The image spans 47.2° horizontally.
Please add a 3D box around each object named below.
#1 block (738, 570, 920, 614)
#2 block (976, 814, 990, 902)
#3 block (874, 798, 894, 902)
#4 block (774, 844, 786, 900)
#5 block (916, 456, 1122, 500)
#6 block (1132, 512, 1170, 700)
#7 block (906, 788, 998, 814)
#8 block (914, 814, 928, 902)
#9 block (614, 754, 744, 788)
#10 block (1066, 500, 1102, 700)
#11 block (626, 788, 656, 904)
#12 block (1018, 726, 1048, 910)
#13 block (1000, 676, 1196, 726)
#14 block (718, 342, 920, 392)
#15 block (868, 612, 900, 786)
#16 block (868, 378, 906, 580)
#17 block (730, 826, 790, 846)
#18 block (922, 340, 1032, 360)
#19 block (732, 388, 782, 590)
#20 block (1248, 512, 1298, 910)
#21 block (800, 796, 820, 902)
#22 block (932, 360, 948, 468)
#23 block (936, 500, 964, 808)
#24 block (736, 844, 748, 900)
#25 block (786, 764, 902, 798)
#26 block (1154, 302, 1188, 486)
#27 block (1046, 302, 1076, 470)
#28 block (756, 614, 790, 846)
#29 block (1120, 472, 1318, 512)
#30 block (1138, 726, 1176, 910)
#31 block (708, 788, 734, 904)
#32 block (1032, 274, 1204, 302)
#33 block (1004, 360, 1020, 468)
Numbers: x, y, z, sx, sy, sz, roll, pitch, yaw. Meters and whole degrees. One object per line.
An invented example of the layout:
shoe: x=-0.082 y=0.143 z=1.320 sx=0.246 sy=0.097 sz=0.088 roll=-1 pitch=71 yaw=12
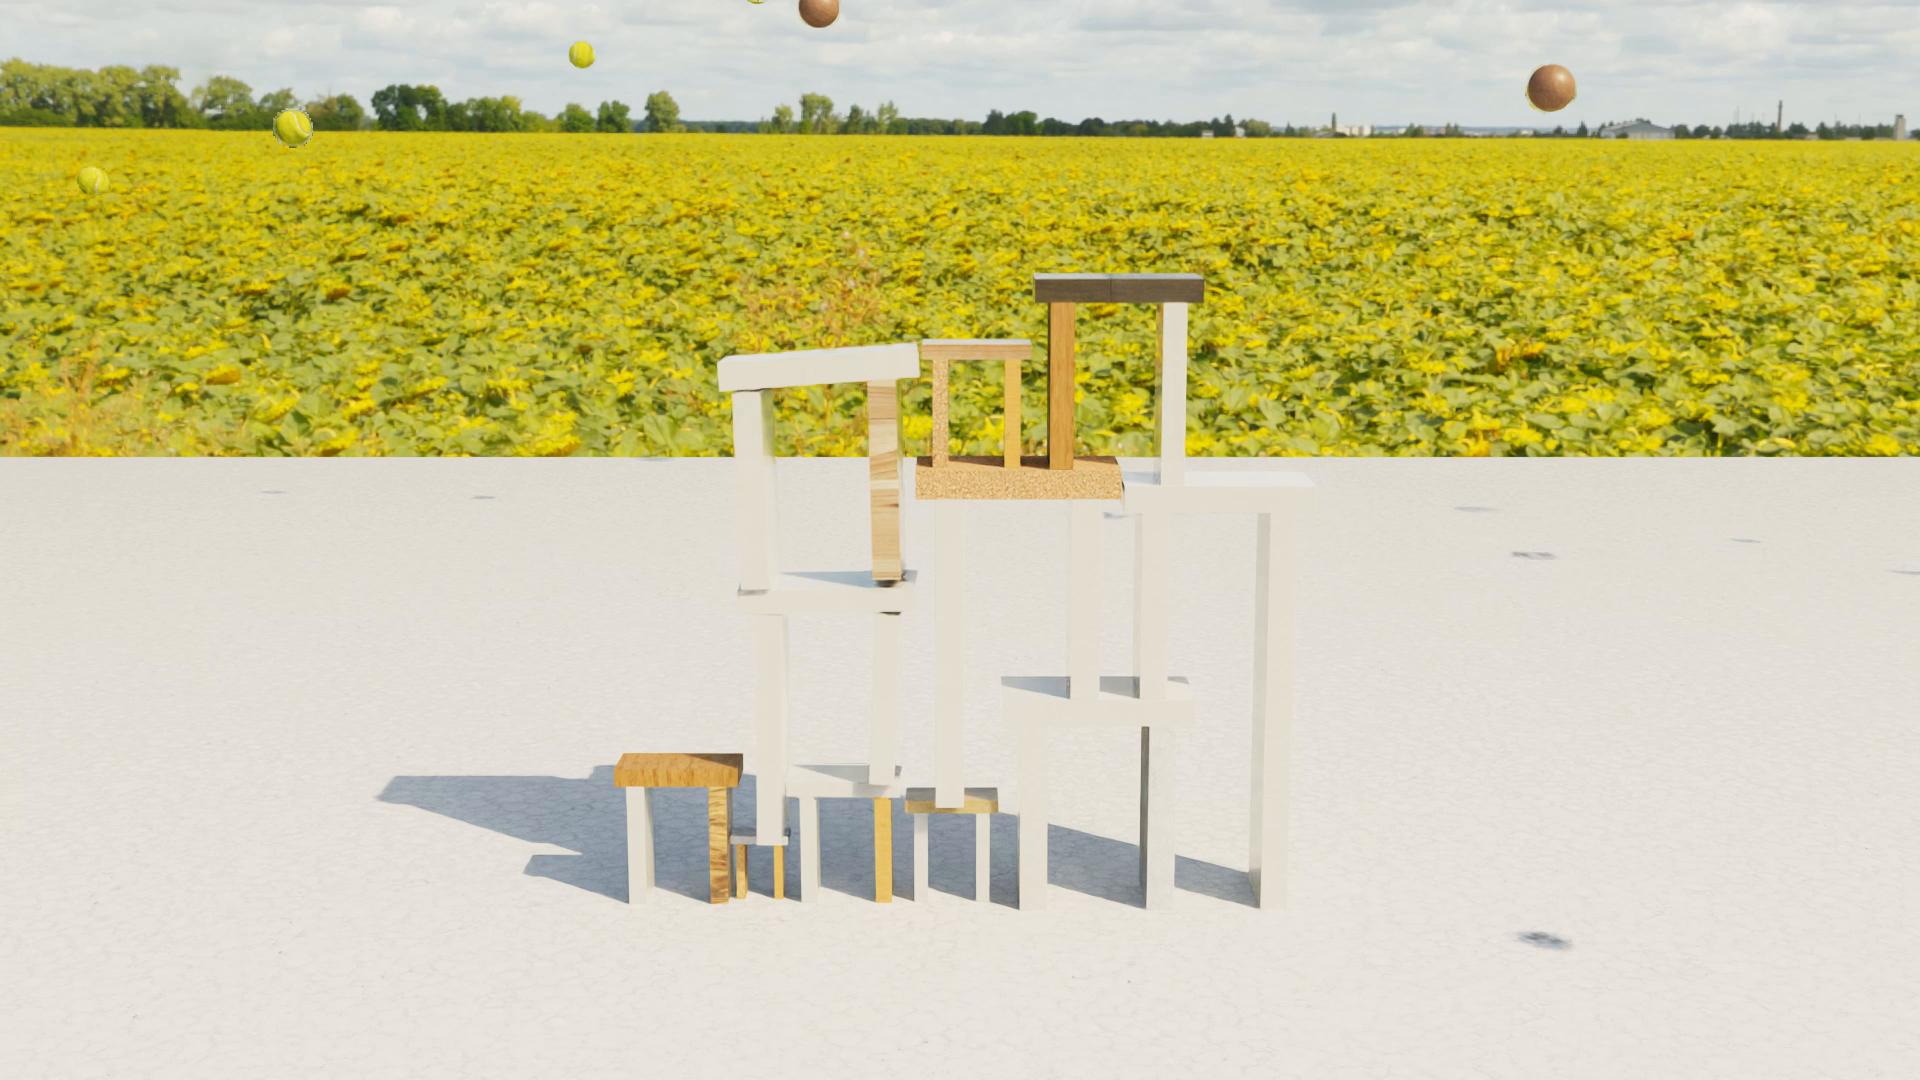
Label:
block: x=-0.210 y=0.084 z=3.565 sx=0.282 sy=0.040 sz=0.141 roll=-1 pitch=11 yaw=3
block: x=0.037 y=0.515 z=3.654 sx=0.022 sy=0.152 sz=0.076 roll=0 pitch=11 yaw=0
block: x=-0.126 y=0.499 z=3.653 sx=0.026 sy=0.184 sz=0.092 roll=-1 pitch=11 yaw=0
block: x=-0.299 y=0.544 z=3.656 sx=0.013 sy=0.094 sz=0.047 roll=0 pitch=11 yaw=1
block: x=0.092 y=-0.101 z=3.544 sx=0.325 sy=0.046 sz=0.162 roll=0 pitch=11 yaw=0
block: x=0.310 y=0.093 z=3.576 sx=0.043 sy=0.303 sz=0.152 roll=0 pitch=11 yaw=0
block: x=-0.013 y=0.430 z=3.637 sx=0.152 sy=0.022 sz=0.076 roll=0 pitch=11 yaw=0
block: x=-0.064 y=0.515 z=3.654 sx=0.022 sy=0.152 sz=0.076 roll=0 pitch=11 yaw=0
block: x=-0.462 y=0.379 z=3.628 sx=0.201 sy=0.028 sz=0.100 roll=0 pitch=11 yaw=0
block: x=0.200 y=0.081 z=3.578 sx=0.046 sy=0.325 sz=0.162 roll=0 pitch=11 yaw=0
block: x=-0.529 y=0.492 z=3.648 sx=0.028 sy=0.201 sz=0.100 roll=0 pitch=11 yaw=0
block: x=0.120 y=0.438 z=3.638 sx=0.044 sy=0.311 sz=0.155 roll=0 pitch=11 yaw=0
block: x=0.223 y=0.264 z=3.606 sx=0.310 sy=0.044 sz=0.155 roll=0 pitch=11 yaw=0
block: x=-0.223 y=-0.277 z=3.513 sx=0.314 sy=0.044 sz=0.157 roll=-4 pitch=8 yaw=-1
block: x=-0.123 y=0.244 z=3.593 sx=0.040 sy=0.282 sz=0.141 roll=2 pitch=11 yaw=-2
block: x=-0.117 y=-0.103 z=3.537 sx=0.044 sy=0.314 sz=0.157 roll=-1 pitch=7 yaw=2
block: x=-0.331 y=0.491 z=3.646 sx=0.094 sy=0.013 sz=0.047 roll=1 pitch=11 yaw=1
block: x=0.026 y=-0.304 z=3.499 sx=0.172 sy=0.024 sz=0.086 roll=0 pitch=11 yaw=0
block: x=-0.326 y=-0.089 z=3.539 sx=0.044 sy=0.314 sz=0.157 roll=-1 pitch=10 yaw=3
block: x=0.512 y=0.267 z=3.608 sx=0.043 sy=0.658 sz=0.152 roll=0 pitch=11 yaw=0
block: x=-0.249 y=0.499 z=3.652 sx=0.026 sy=0.185 sz=0.092 roll=0 pitch=11 yaw=0
block: x=-0.031 y=-0.207 z=3.517 sx=0.024 sy=0.172 sz=0.086 roll=0 pitch=11 yaw=0
block: x=-0.016 y=0.170 z=3.594 sx=0.046 sy=0.506 sz=0.162 roll=0 pitch=11 yaw=0
block: x=-0.362 y=0.544 z=3.657 sx=0.013 sy=0.095 sz=0.047 roll=0 pitch=11 yaw=0
block: x=-0.190 y=0.397 z=3.625 sx=0.184 sy=0.026 sz=0.092 roll=0 pitch=11 yaw=2
block: x=0.336 y=-0.240 z=3.510 sx=0.037 sy=0.287 sz=0.131 roll=0 pitch=11 yaw=0
block: x=0.160 y=-0.252 z=3.508 sx=0.037 sy=0.263 sz=0.131 roll=0 pitch=11 yaw=0
block: x=-0.307 y=0.295 z=3.612 sx=0.040 sy=0.384 sz=0.141 roll=1 pitch=11 yaw=1
block: x=0.411 y=-0.078 z=3.544 sx=0.303 sy=0.043 sz=0.152 roll=0 pitch=11 yaw=0
block: x=0.327 y=0.438 z=3.638 sx=0.044 sy=0.310 sz=0.155 roll=0 pitch=11 yaw=0
block: x=-0.396 y=0.492 z=3.648 sx=0.028 sy=0.201 sz=0.100 roll=0 pitch=11 yaw=0
block: x=0.248 y=-0.399 z=3.480 sx=0.263 sy=0.037 sz=0.131 roll=0 pitch=11 yaw=0
block: x=0.083 y=-0.207 z=3.517 sx=0.024 sy=0.172 sz=0.086 roll=0 pitch=11 yaw=0
